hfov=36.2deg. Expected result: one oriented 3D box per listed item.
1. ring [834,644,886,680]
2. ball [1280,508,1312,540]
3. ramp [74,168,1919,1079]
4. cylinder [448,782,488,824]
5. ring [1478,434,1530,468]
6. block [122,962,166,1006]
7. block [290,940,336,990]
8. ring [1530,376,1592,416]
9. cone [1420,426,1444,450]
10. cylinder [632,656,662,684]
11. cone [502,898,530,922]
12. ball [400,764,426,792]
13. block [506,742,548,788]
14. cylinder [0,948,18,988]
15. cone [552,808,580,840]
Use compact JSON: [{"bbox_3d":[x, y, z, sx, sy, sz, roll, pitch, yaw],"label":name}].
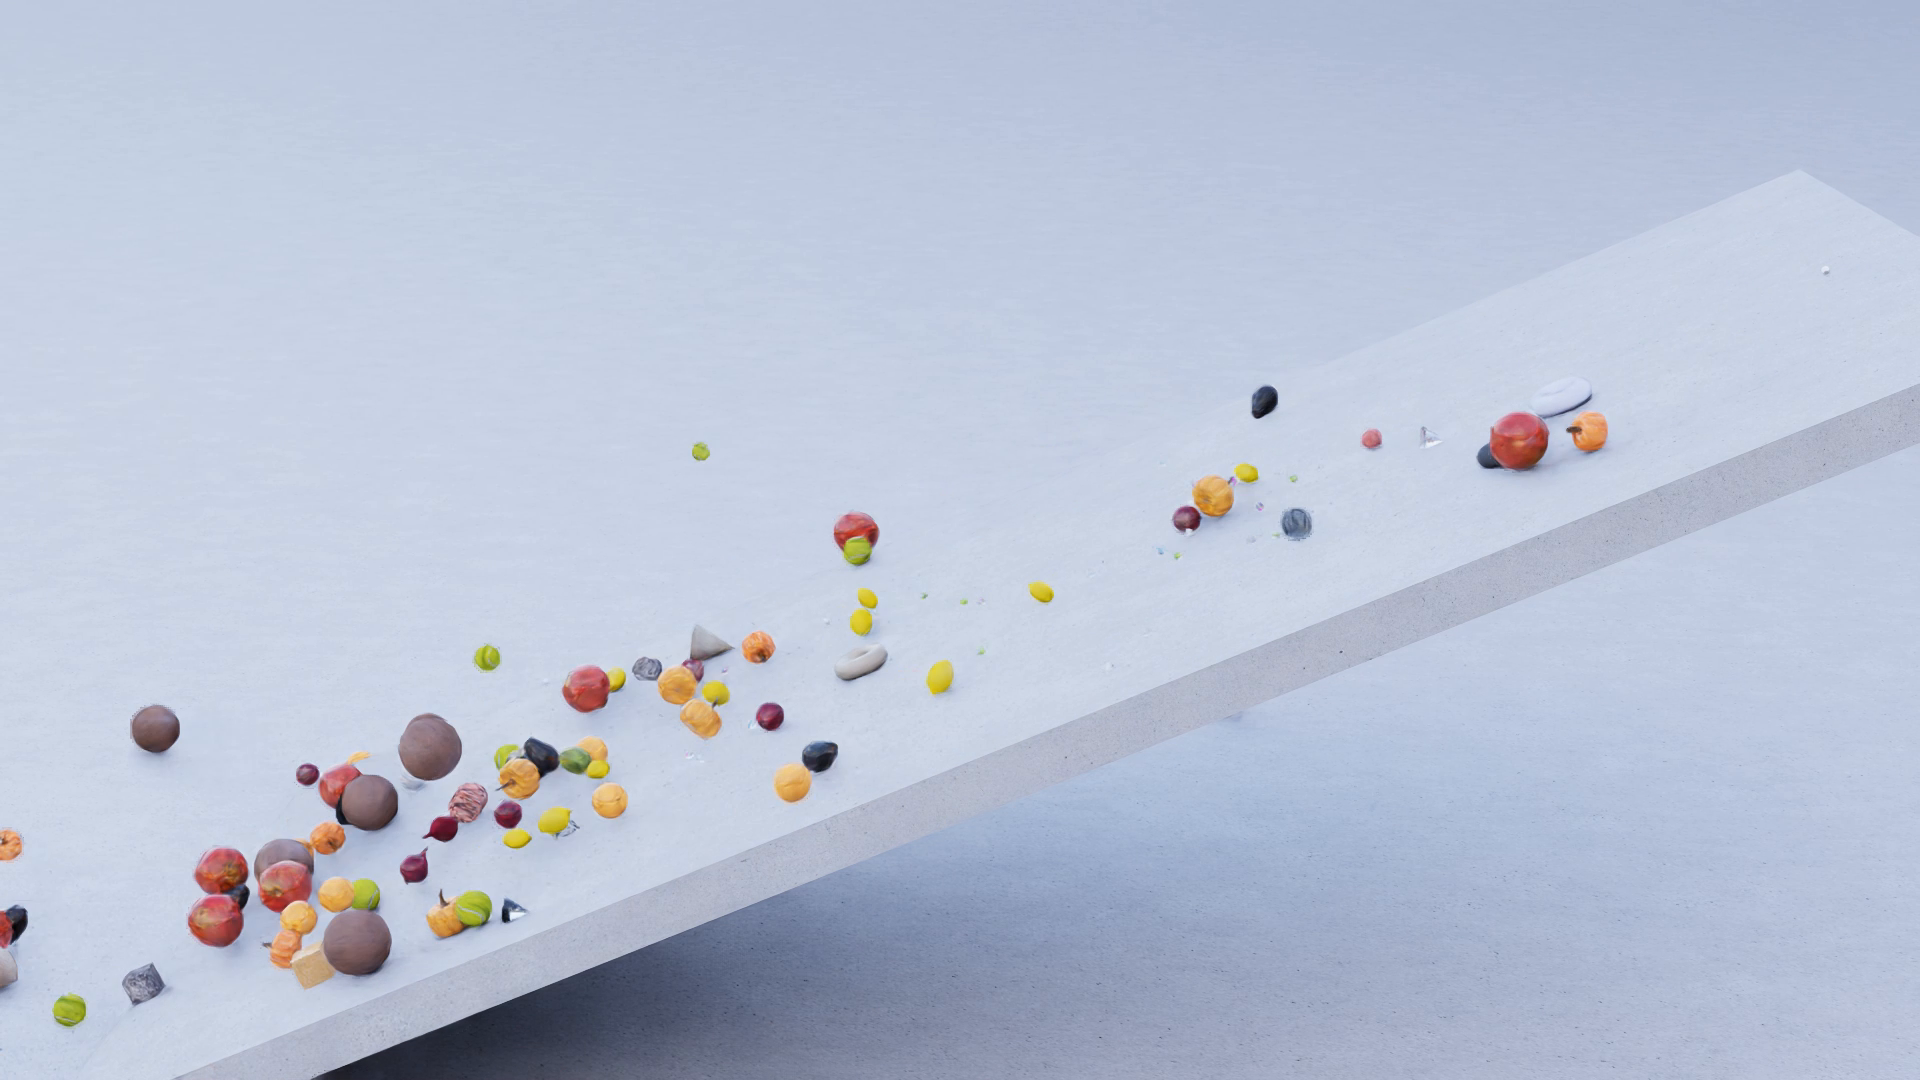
[{"bbox_3d":[-0.210,0.258,6.233,0.120,0.040,0.120,-23,14,6],"label":"ring"},{"bbox_3d":[0.661,-0.032,5.768,0.063,0.063,0.063,0,15,0],"label":"ball"},{"bbox_3d":[0.130,0.171,6.286,4.000,0.100,2.000,-22,13,8],"label":"ramp"},{"bbox_3d":[-1.077,0.574,6.440,0.070,0.070,0.070,1,16,4],"label":"cylinder"},{"bbox_3d":[1.052,-0.173,5.690,0.108,0.036,0.108,-23,11,5],"label":"ring"},{"bbox_3d":[-1.716,0.933,6.178,0.058,0.058,0.058,-23,13,4],"label":"block"},{"bbox_3d":[-1.266,0.832,5.756,0.062,0.062,0.062,-25,13,-2],"label":"block"},{"bbox_3d":[1.201,-0.287,5.873,0.128,0.043,0.128,-24,13,6],"label":"ring"},{"bbox_3d":[0.969,-0.206,6.010,0.050,0.050,0.050,2,14,-6],"label":"cone"},{"bbox_3d":[-0.710,0.294,6.681,0.054,0.054,0.054,5,-11,19],"label":"cylinder"},{"bbox_3d":[-0.840,0.705,5.588,0.050,0.050,0.050,4,15,1],"label":"cone"},{"bbox_3d":[-1.288,0.560,6.921,0.062,0.062,0.062,0,15,0],"label":"ball"},{"bbox_3d":[-0.964,0.501,6.557,0.066,0.066,0.066,-23,13,4],"label":"block"},{"bbox_3d":[-2.129,0.950,6.459,0.084,0.084,0.084,11,23,36],"label":"cylinder"},{"bbox_3d":[-0.820,0.571,6.008,0.063,0.063,0.063,-23,13,5],"label":"cone"}]
